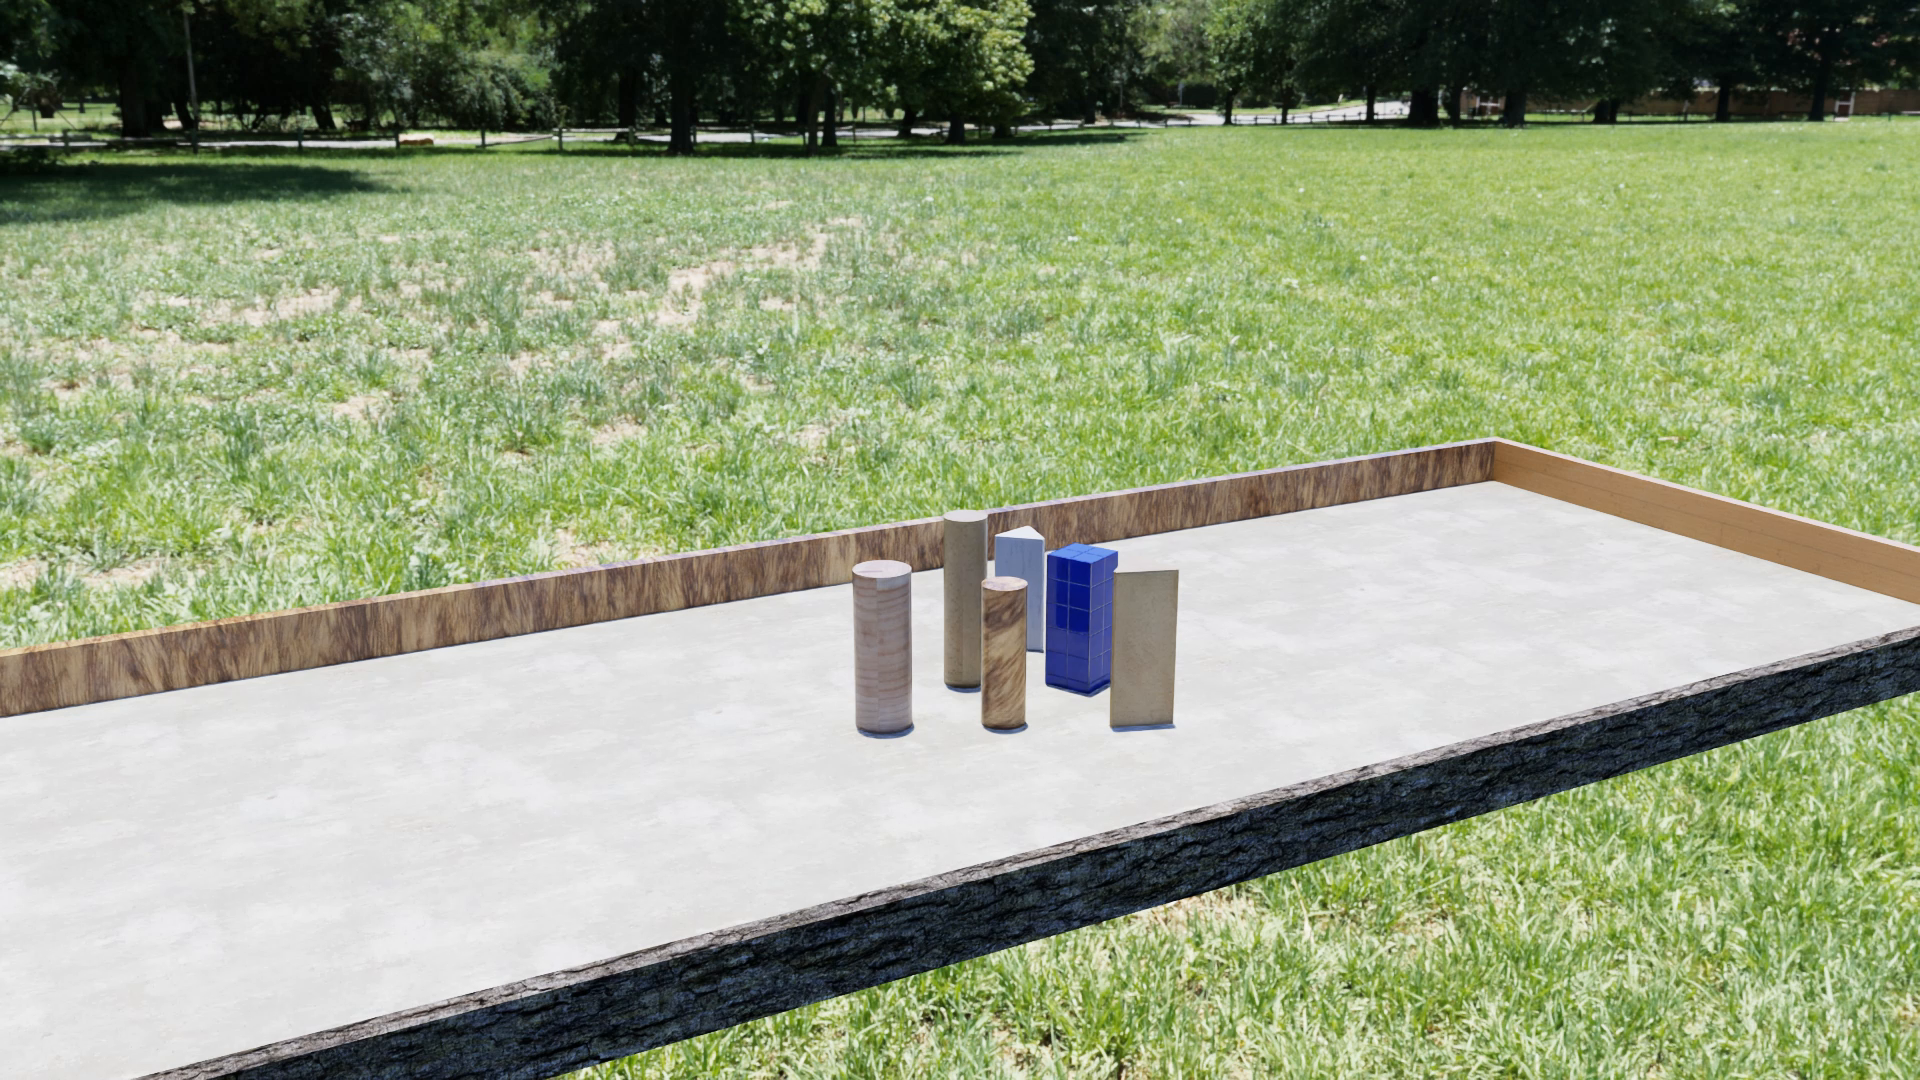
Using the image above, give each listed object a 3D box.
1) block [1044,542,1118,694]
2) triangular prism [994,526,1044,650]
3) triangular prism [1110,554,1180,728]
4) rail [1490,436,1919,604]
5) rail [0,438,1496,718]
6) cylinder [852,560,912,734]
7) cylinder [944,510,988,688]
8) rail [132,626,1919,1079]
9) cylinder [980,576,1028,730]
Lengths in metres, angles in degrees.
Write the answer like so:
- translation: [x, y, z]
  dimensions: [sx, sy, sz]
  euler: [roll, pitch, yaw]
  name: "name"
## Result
- translation: [0.302, 0.193, 4.100]
  dimensions: [0.128, 0.337, 0.128]
  euler: [12, 20, 34]
  name: "block"
- translation: [0.169, 0.124, 4.389]
  dimensions: [0.130, 0.306, 0.113]
  euler: [4, 17, 14]
  name: "triangular prism"
- translation: [0.417, 0.234, 3.883]
  dimensions: [0.151, 0.381, 0.131]
  euler: [-3, 17, -8]
  name: "triangular prism"
- translation: [2.466, -0.048, 5.253]
  dimensions: [0.050, 0.150, 2.100]
  euler: [-9, 18, -27]
  name: "rail"
- translation: [-3.305, 0.497, 3.399]
  dimensions: [12.000, 0.150, 0.050]
  euler: [-9, 18, -27]
  name: "rail"
- translation: [-0.179, 0.249, 3.833]
  dimensions: [0.135, 0.381, 0.135]
  euler: [0, 16, 0]
  name: "cylinder"
- translation: [0.013, 0.147, 4.090]
  dimensions: [0.109, 0.431, 0.109]
  euler: [0, 16, 0]
  name: "cylinder"
- translation: [-2.336, 1.006, 1.665]
  dimensions: [12.000, 0.150, 0.050]
  euler: [-9, 18, -27]
  name: "rail"
- translation: [0.102, 0.264, 3.849]
  dimensions: [0.107, 0.342, 0.107]
  euler: [0, 16, 0]
  name: "cylinder"
